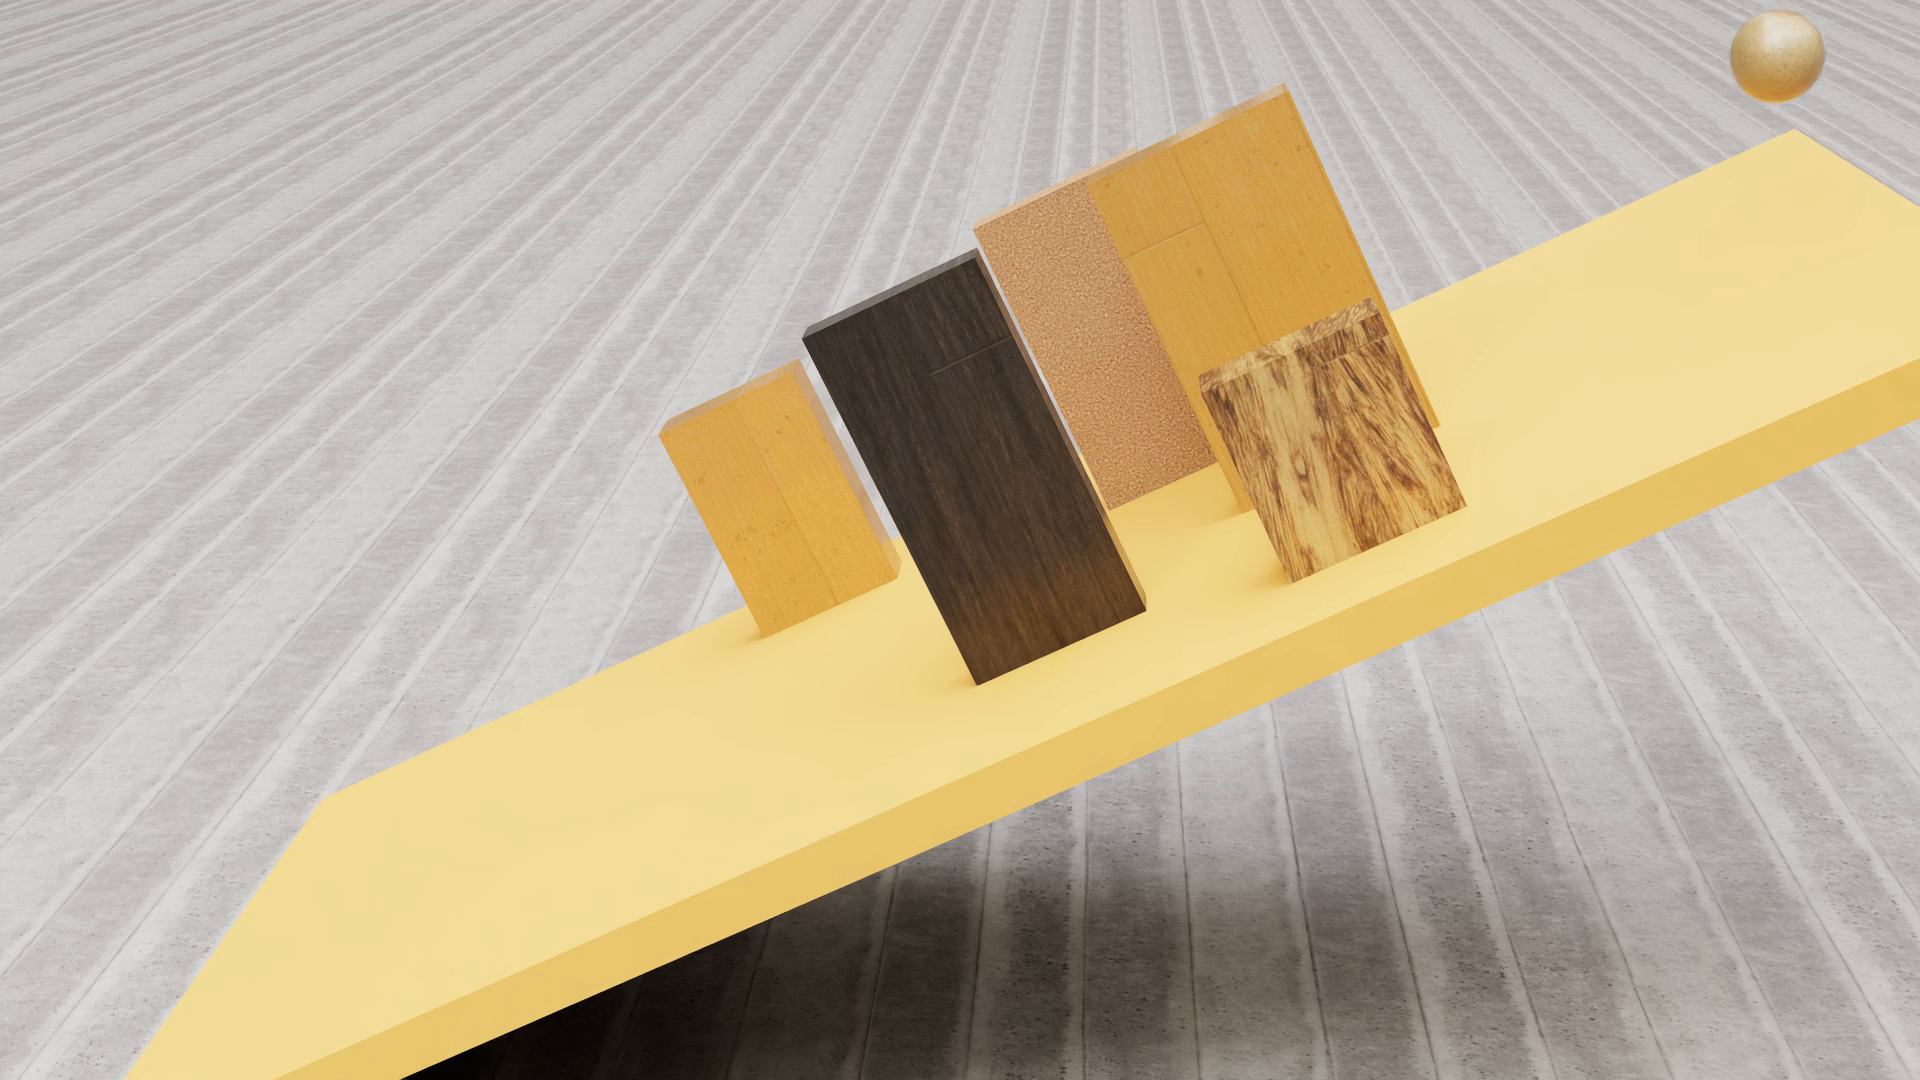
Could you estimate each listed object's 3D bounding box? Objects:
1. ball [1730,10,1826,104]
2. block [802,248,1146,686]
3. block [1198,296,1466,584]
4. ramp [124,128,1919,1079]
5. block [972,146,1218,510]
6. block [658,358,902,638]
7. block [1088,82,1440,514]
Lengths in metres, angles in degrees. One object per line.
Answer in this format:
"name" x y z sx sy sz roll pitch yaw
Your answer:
"ball" 1.632 -0.966 5.873 0.185 0.185 0.185 0 16 0
"block" 0.033 -0.138 5.735 0.368 0.773 0.107 -24 13 9
"block" 0.692 -0.186 5.476 0.355 0.402 0.150 -24 13 9
"ramp" 0.137 0.168 6.282 4.000 0.100 2.000 -24 13 9
"block" 0.359 -0.464 6.508 0.392 0.703 0.094 -24 13 9
"block" -0.420 -0.097 6.935 0.351 0.549 0.146 -24 13 9
"block" 0.620 -0.489 5.997 0.440 0.754 0.125 -24 13 9
